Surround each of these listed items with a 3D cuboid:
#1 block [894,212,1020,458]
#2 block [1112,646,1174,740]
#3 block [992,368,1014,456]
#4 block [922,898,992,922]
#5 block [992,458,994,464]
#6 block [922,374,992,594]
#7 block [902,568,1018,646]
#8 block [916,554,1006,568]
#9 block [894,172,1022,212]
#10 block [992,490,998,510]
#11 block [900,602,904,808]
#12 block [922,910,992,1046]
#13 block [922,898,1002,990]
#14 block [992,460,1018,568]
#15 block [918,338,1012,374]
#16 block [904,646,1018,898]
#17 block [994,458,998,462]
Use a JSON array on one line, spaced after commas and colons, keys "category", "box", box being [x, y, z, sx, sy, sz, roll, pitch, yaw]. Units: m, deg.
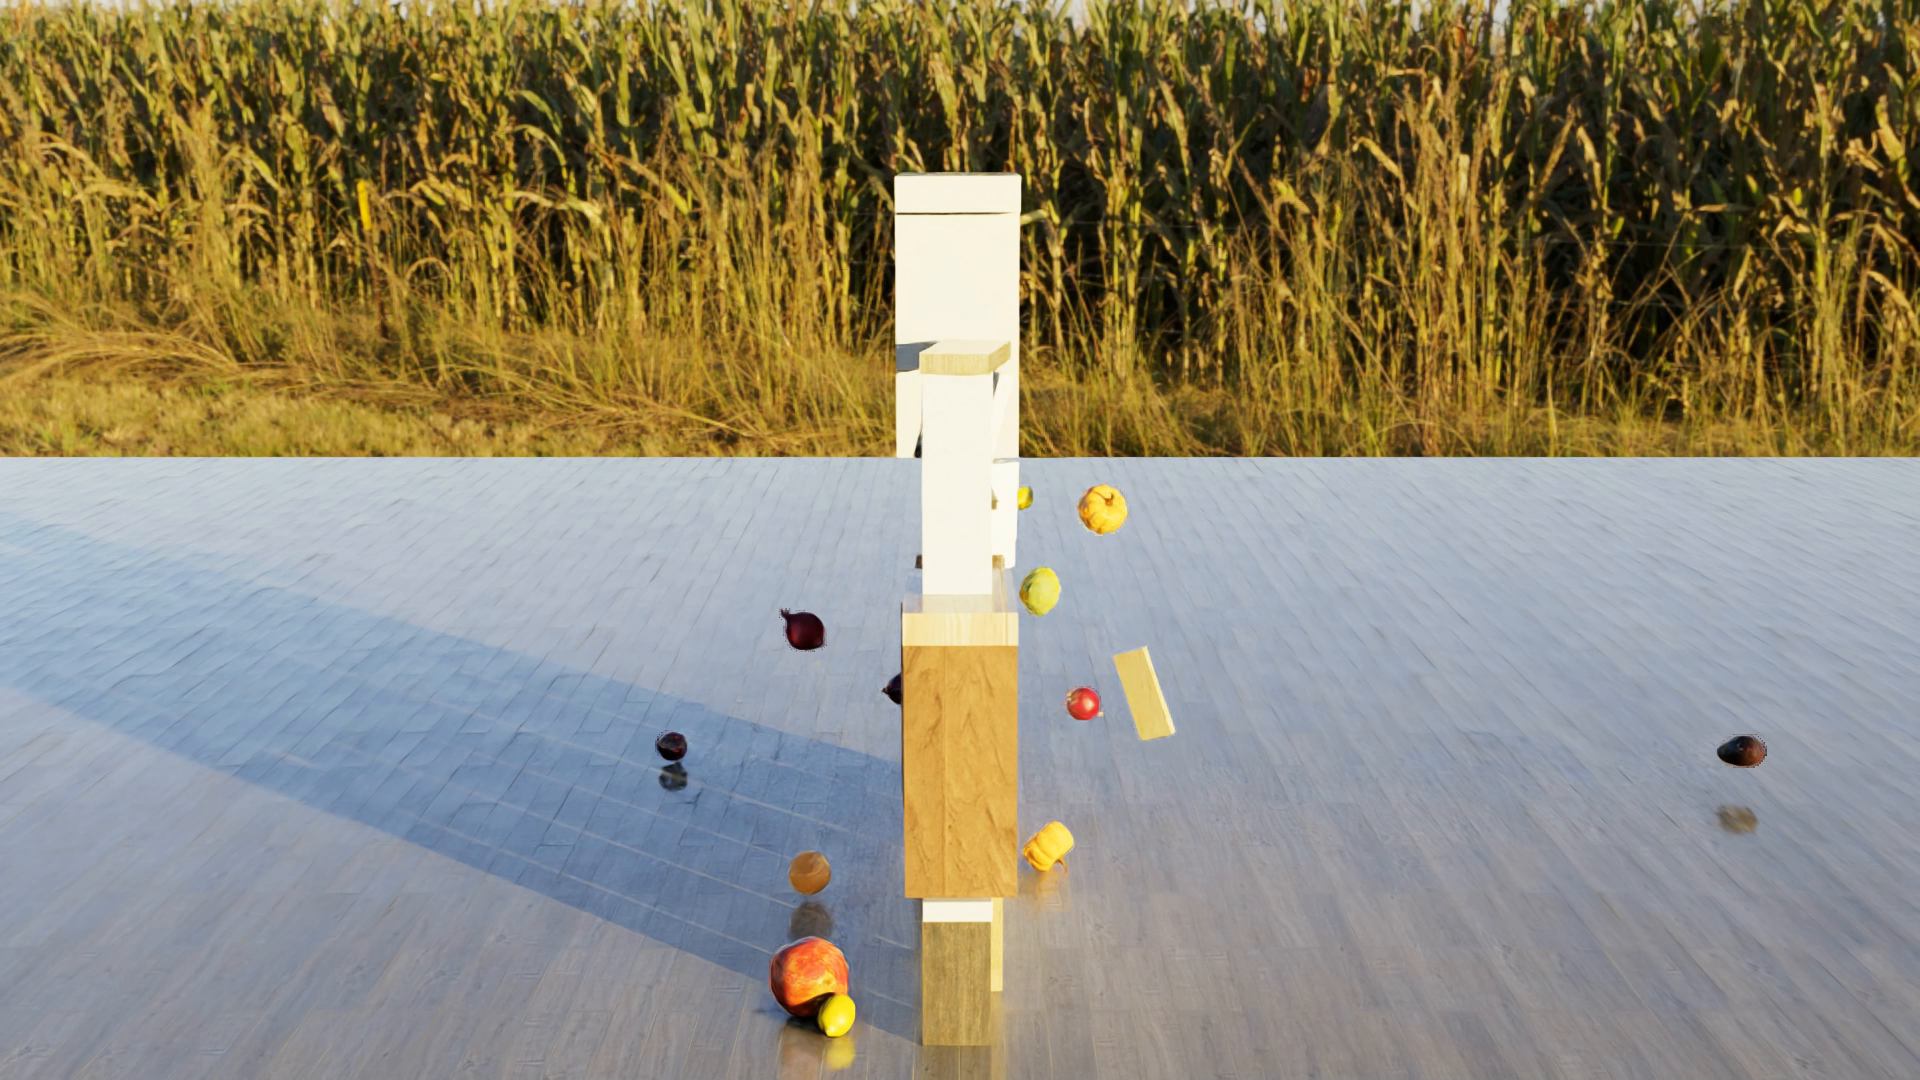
[{"category": "block", "box": [-0.004, -0.300, 3.208, 0.178, 0.356, 0.050, 0, 12, 0]}, {"category": "block", "box": [0.272, 0.227, 3.255, 0.051, 0.136, 0.014, -15, 9, 29]}, {"category": "block", "box": [0.015, -0.158, 3.163, 0.027, 0.191, 0.095, 5, 15, -40]}, {"category": "block", "box": [-0.004, 0.490, 3.093, 0.094, 0.027, 0.189, 0, 11, 0]}, {"category": "block", "box": [0.008, -0.134, 3.643, 0.091, 0.026, 0.182, 1, 11, 4]}, {"category": "block", "box": [-0.004, -0.078, 3.022, 0.095, 0.307, 0.027, 0, 10, -1]}, {"category": "block", "box": [-0.001, 0.091, 3.073, 0.154, 0.044, 0.308, 0, 10, 0]}, {"category": "block", "box": [0.001, 0.068, 3.372, 0.139, 0.039, 0.278, 0, 11, 0]}, {"category": "block", "box": [-0.002, -0.521, 3.284, 0.178, 0.050, 0.356, 0, 10, 0]}, {"category": "block", "box": [0.001, -0.062, 3.212, 0.102, 0.014, 0.051, 2, 22, -12]}, {"category": "block", "box": [-0.006, 0.244, 3.216, 0.154, 0.308, 0.044, -2, 10, -10]}, {"category": "block", "box": [-0.004, 0.608, 3.051, 0.094, 0.189, 0.027, 0, 12, 0]}, {"category": "block", "box": [0.004, 0.548, 3.249, 0.118, 0.236, 0.033, 0, 10, 0]}, {"category": "block", "box": [0.054, -0.041, 3.711, 0.091, 0.182, 0.026, -8, 16, -40]}, {"category": "block", "box": [0.009, -0.255, 3.057, 0.095, 0.027, 0.191, 2, 11, 10]}, {"category": "block", "box": [0.001, 0.309, 3.006, 0.154, 0.361, 0.044, 0, 10, -1]}, {"category": "block", "box": [0.009, -0.096, 3.775, 0.106, 0.268, 0.030, -3, 11, -17]}]
